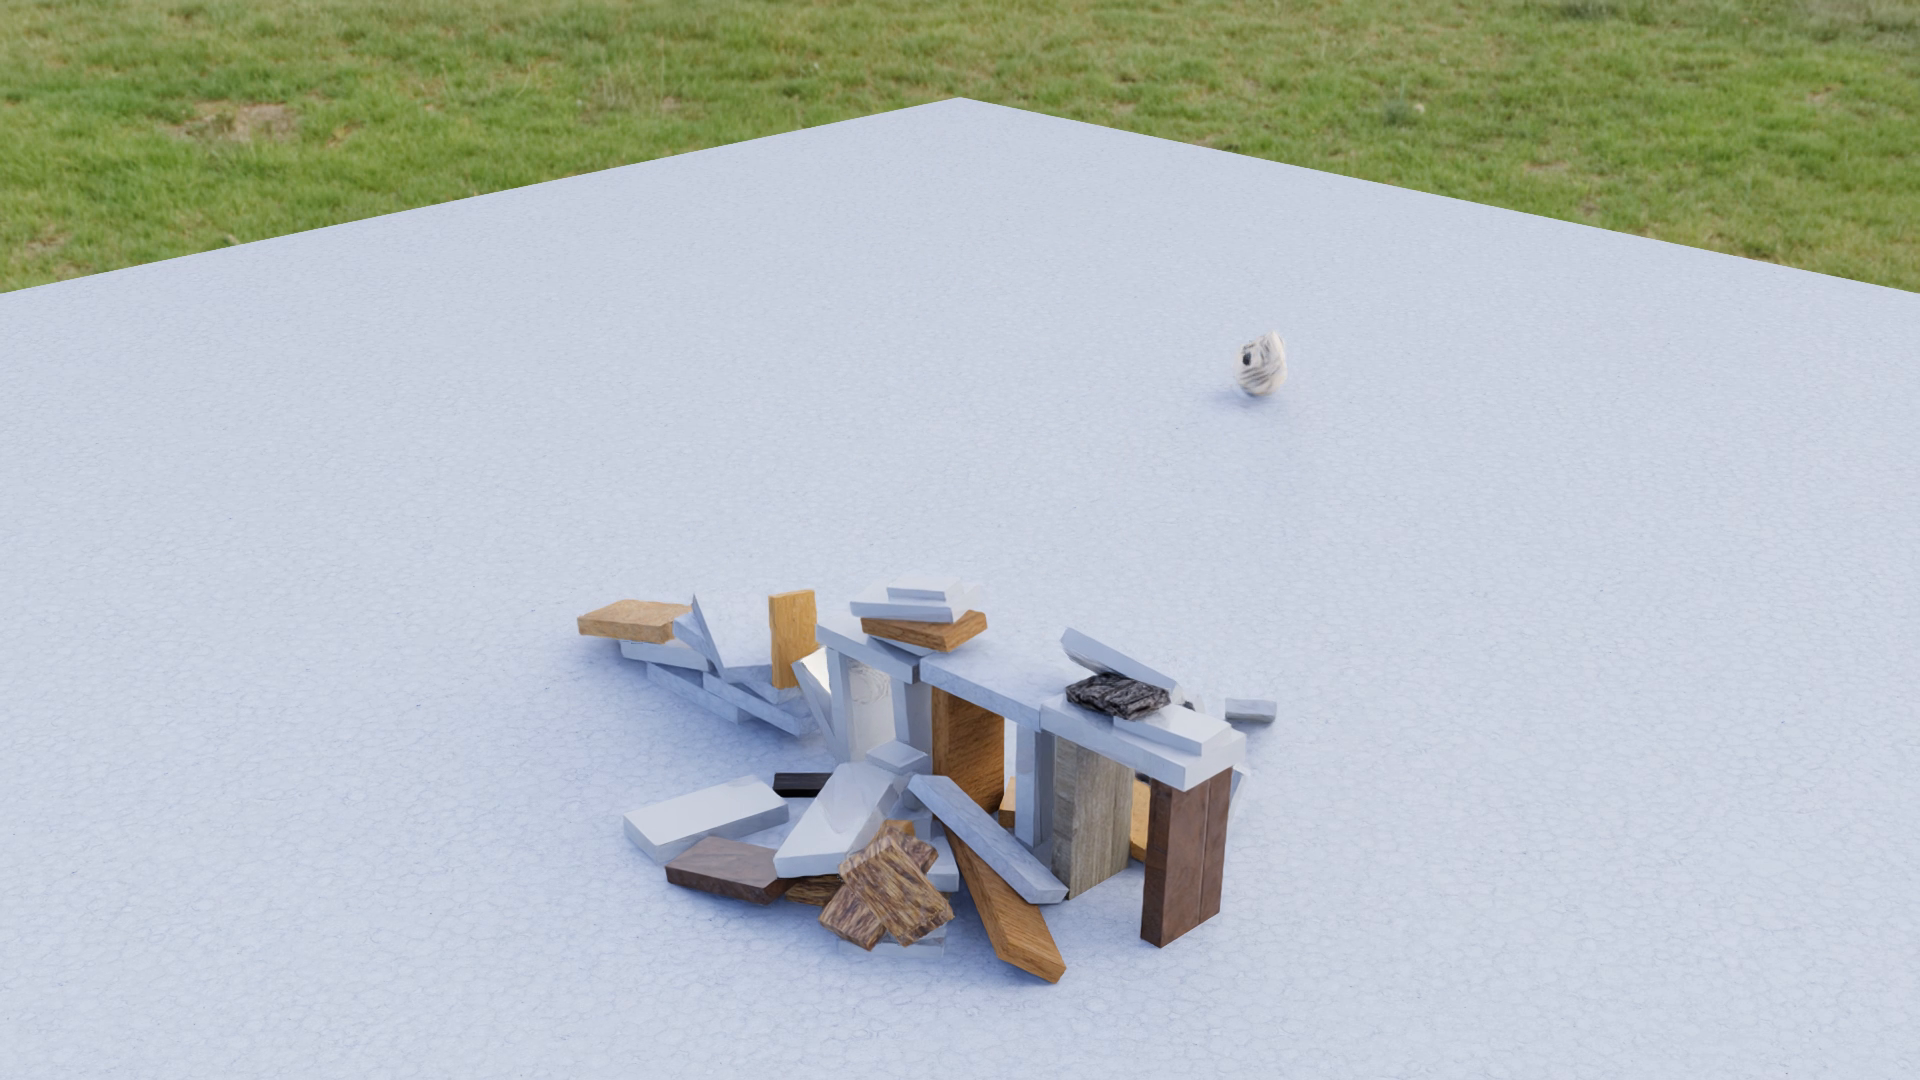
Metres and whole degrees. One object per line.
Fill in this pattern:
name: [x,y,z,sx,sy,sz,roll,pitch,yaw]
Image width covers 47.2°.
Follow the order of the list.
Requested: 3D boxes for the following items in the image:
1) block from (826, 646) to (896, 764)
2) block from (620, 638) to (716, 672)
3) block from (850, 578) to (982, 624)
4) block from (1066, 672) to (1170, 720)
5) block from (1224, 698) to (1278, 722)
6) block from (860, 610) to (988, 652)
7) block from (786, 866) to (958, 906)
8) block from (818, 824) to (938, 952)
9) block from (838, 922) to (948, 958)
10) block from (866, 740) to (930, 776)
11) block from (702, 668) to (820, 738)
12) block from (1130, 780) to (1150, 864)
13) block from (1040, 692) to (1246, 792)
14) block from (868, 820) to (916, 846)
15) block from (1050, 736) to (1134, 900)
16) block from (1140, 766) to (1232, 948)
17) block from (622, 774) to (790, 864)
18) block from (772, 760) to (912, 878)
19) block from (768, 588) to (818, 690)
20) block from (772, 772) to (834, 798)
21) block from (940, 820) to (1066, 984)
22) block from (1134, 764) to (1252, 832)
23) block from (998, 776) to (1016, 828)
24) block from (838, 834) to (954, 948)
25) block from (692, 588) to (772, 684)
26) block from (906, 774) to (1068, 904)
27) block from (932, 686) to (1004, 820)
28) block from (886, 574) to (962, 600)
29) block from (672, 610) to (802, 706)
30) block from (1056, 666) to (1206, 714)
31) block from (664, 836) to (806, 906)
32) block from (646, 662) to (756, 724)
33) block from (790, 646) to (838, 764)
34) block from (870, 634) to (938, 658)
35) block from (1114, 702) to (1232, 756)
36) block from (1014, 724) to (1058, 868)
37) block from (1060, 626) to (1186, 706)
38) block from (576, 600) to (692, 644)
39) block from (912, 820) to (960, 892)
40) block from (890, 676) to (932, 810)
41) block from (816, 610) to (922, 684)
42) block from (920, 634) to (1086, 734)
block: [-0.200,0.339,4.593,0.143,0.285,0.040,-21,24,-41]
block: [-0.613,0.236,4.998,0.318,0.045,0.159,5,20,45]
block: [-0.089,0.119,4.389,0.236,0.033,0.118,2,24,30]
block: [0.286,0.283,3.998,0.095,0.027,0.189,-19,17,-30]
block: [0.623,0.365,4.726,0.108,0.031,0.216,3,-8,7]
block: [-0.073,0.164,4.359,0.236,0.033,0.118,11,29,43]
block: [-0.168,0.651,4.173,0.294,0.042,0.147,7,24,15]
block: [-0.149,0.635,4.020,0.111,0.031,0.222,22,60,30]
block: [-0.121,0.723,4.023,0.189,0.027,0.094,2,23,5]
block: [-0.124,0.431,4.353,0.068,0.019,0.136,-23,19,-27]
block: [-0.398,0.332,4.806,0.318,0.045,0.159,21,31,40]
block: [0.335,0.542,4.334,0.275,0.039,0.138,27,49,31]
block: [0.330,0.347,3.999,0.343,0.049,0.171,21,31,40]
block: [-0.208,0.572,4.200,0.222,0.031,0.111,-2,21,34]
block: [0.253,0.494,4.155,0.049,0.343,0.171,23,32,39]
block: [0.413,0.557,4.006,0.049,0.343,0.171,23,32,40]
block: [-0.507,0.556,4.397,0.294,0.042,0.147,-15,27,-31]
block: [-0.220,0.528,4.222,0.147,0.042,0.401,-8,18,19]
block: [-0.352,0.211,4.675,0.099,0.199,0.028,-10,13,-33]
block: [-0.295,0.506,4.543,0.178,0.019,0.068,0,23,0]
block: [0.073,0.650,4.100,0.128,0.036,0.501,29,13,-23]
block: [0.427,0.461,4.425,0.301,0.138,0.039,27,16,29]
block: [0.226,0.540,4.438,0.275,0.039,0.138,4,23,10]
block: [-0.113,0.626,3.912,0.108,0.216,0.031,-33,33,7]
block: [-0.479,0.206,4.796,0.147,0.042,0.293,-3,33,-20]
block: [0.052,0.568,4.191,0.354,0.031,0.111,40,15,31]
block: [0.017,0.413,4.380,0.045,0.319,0.159,21,31,40]
block: [-0.071,0.093,4.373,0.136,0.019,0.068,3,25,31]
block: [-0.464,0.242,4.822,0.330,0.042,0.147,31,37,31]
block: [0.316,0.324,4.275,0.375,0.108,0.031,9,33,40]
block: [-0.423,0.626,4.177,0.256,0.036,0.128,5,24,37]
block: [-0.543,0.318,4.955,0.318,0.045,0.159,21,31,40]
block: [-0.268,0.349,4.660,0.028,0.237,0.099,-22,4,43]
block: [-0.092,0.181,4.410,0.099,0.028,0.199,-24,25,-31]
block: [0.380,0.331,3.941,0.189,0.027,0.095,17,29,35]
block: [0.174,0.474,4.235,0.045,0.319,0.159,19,29,37]
block: [0.305,0.245,4.111,0.236,0.033,0.118,27,-12,21]
block: [-0.736,0.187,5.092,0.293,0.042,0.147,3,19,42]
block: [-0.083,0.600,4.185,0.128,0.036,0.256,0,16,-8]
block: [-0.064,0.391,4.470,0.143,0.285,0.040,-21,24,-40]
block: [-0.146,0.209,4.479,0.285,0.040,0.143,21,31,40]
block: [0.092,0.274,4.241,0.319,0.045,0.159,21,31,40]
